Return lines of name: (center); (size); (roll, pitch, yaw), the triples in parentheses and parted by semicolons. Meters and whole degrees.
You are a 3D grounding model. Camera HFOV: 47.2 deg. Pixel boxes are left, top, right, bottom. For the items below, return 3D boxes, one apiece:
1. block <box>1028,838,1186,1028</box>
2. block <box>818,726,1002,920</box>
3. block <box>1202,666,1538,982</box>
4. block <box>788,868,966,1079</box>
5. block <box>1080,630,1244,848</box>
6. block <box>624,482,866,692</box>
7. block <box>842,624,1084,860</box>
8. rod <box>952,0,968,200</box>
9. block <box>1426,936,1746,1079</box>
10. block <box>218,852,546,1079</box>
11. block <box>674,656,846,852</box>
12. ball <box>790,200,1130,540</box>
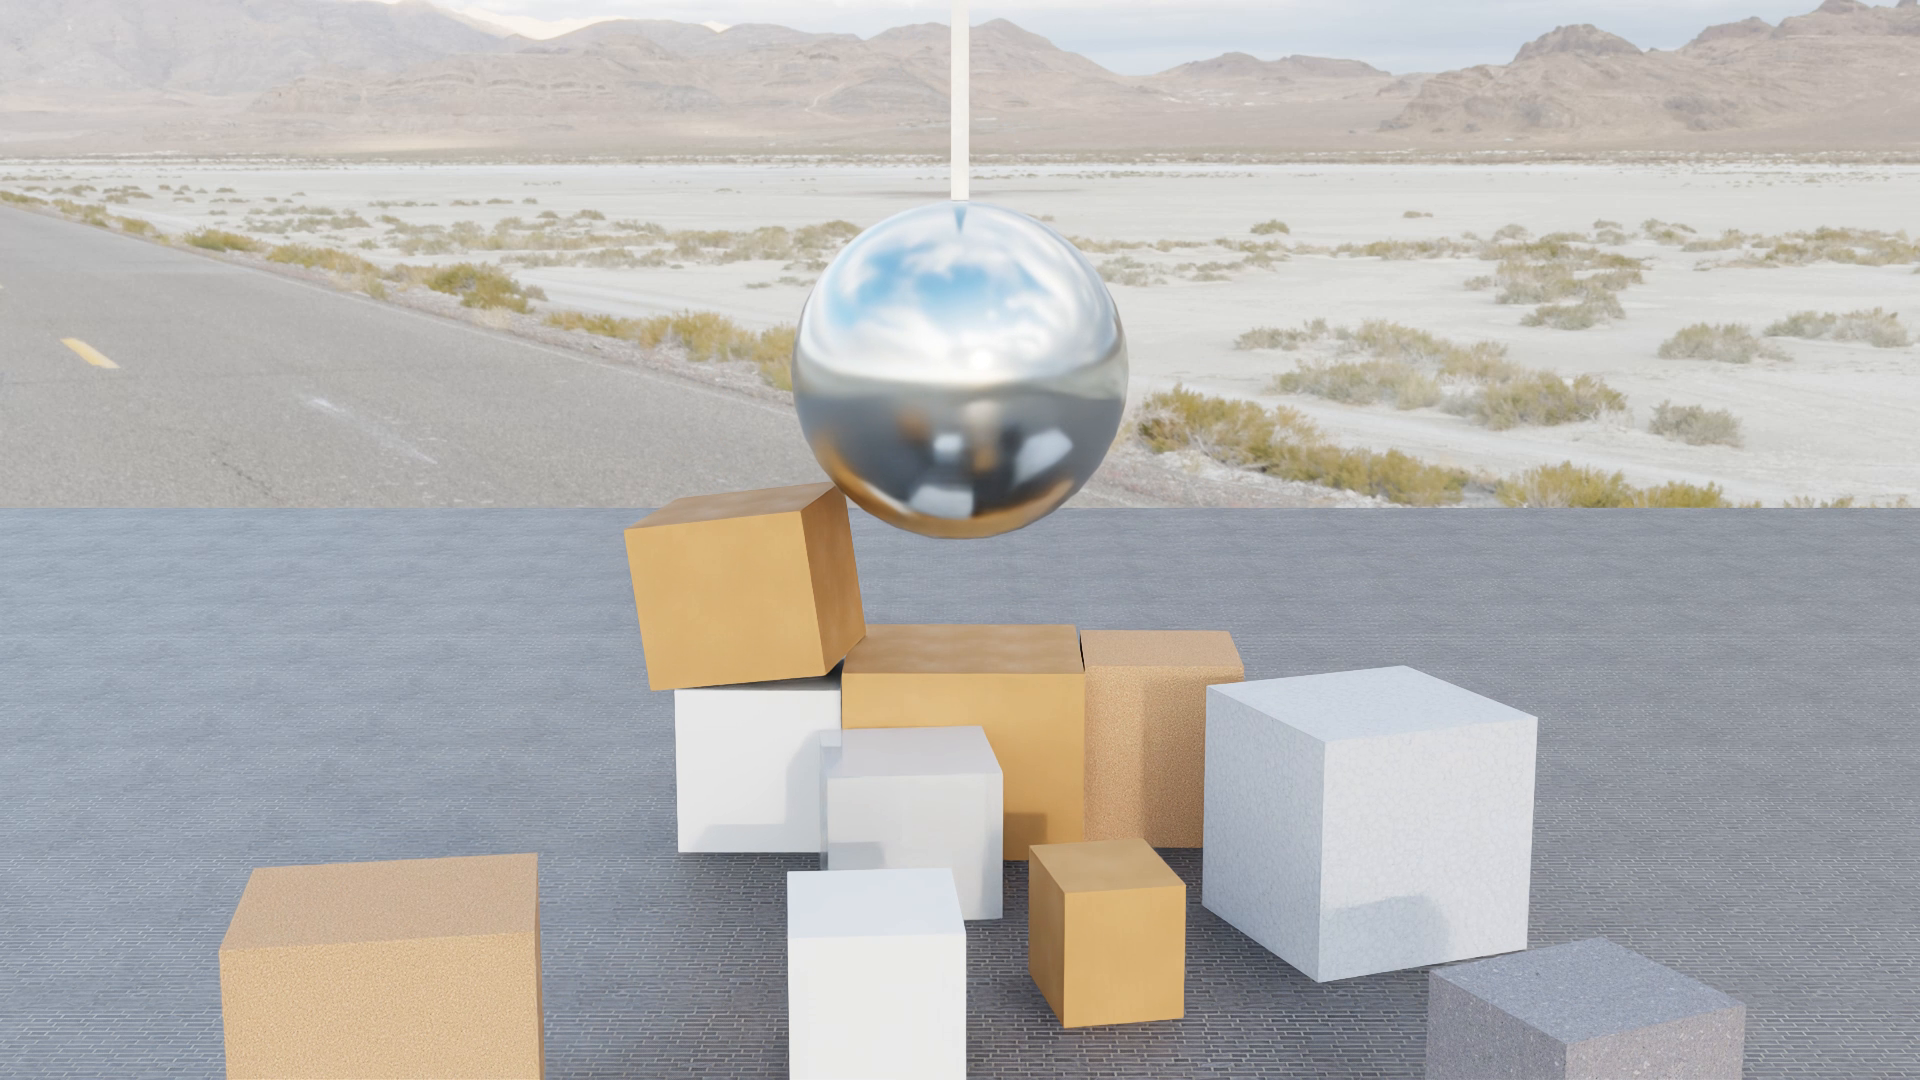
block: (0.599, 1.615, 9.107); (0.500, 0.564, 0.615); (-2, 11, -11)
block: (-0.246, 1.325, 10.353); (0.794, 0.688, 0.823); (-1, 10, -6)
block: (1.809, 1.232, 9.855); (1.058, 1.050, 1.032); (-4, 11, -22)
block: (-0.330, 1.695, 8.411); (0.648, 0.656, 0.741); (-1, 10, -4)
block: (1.022, 1.013, 11.376); (0.788, 0.936, 0.809); (0, 10, 1)
block: (-1.069, 0.219, 11.141); (0.907, 0.820, 0.842); (-6, 10, 12)
block: (0.020, 1.017, 11.324); (1.183, 0.947, 1.106); (0, 10, 0)
rod: (0.000, -4.187, 10.137); (0.080, 5.200, 0.080); (0, 4, 0)
block: (2.146, 1.849, 7.608); (0.773, 0.639, 0.709); (-5, 11, -25)
block: (-2.023, 1.692, 7.862); (1.027, 0.859, 0.853); (-2, 10, -10)
block: (-0.996, 1.071, 11.358); (0.820, 0.830, 0.907); (0, 10, 0)
ball: (0.000, -0.796, 10.385); (1.600, 1.600, 1.600); (0, 10, 0)
